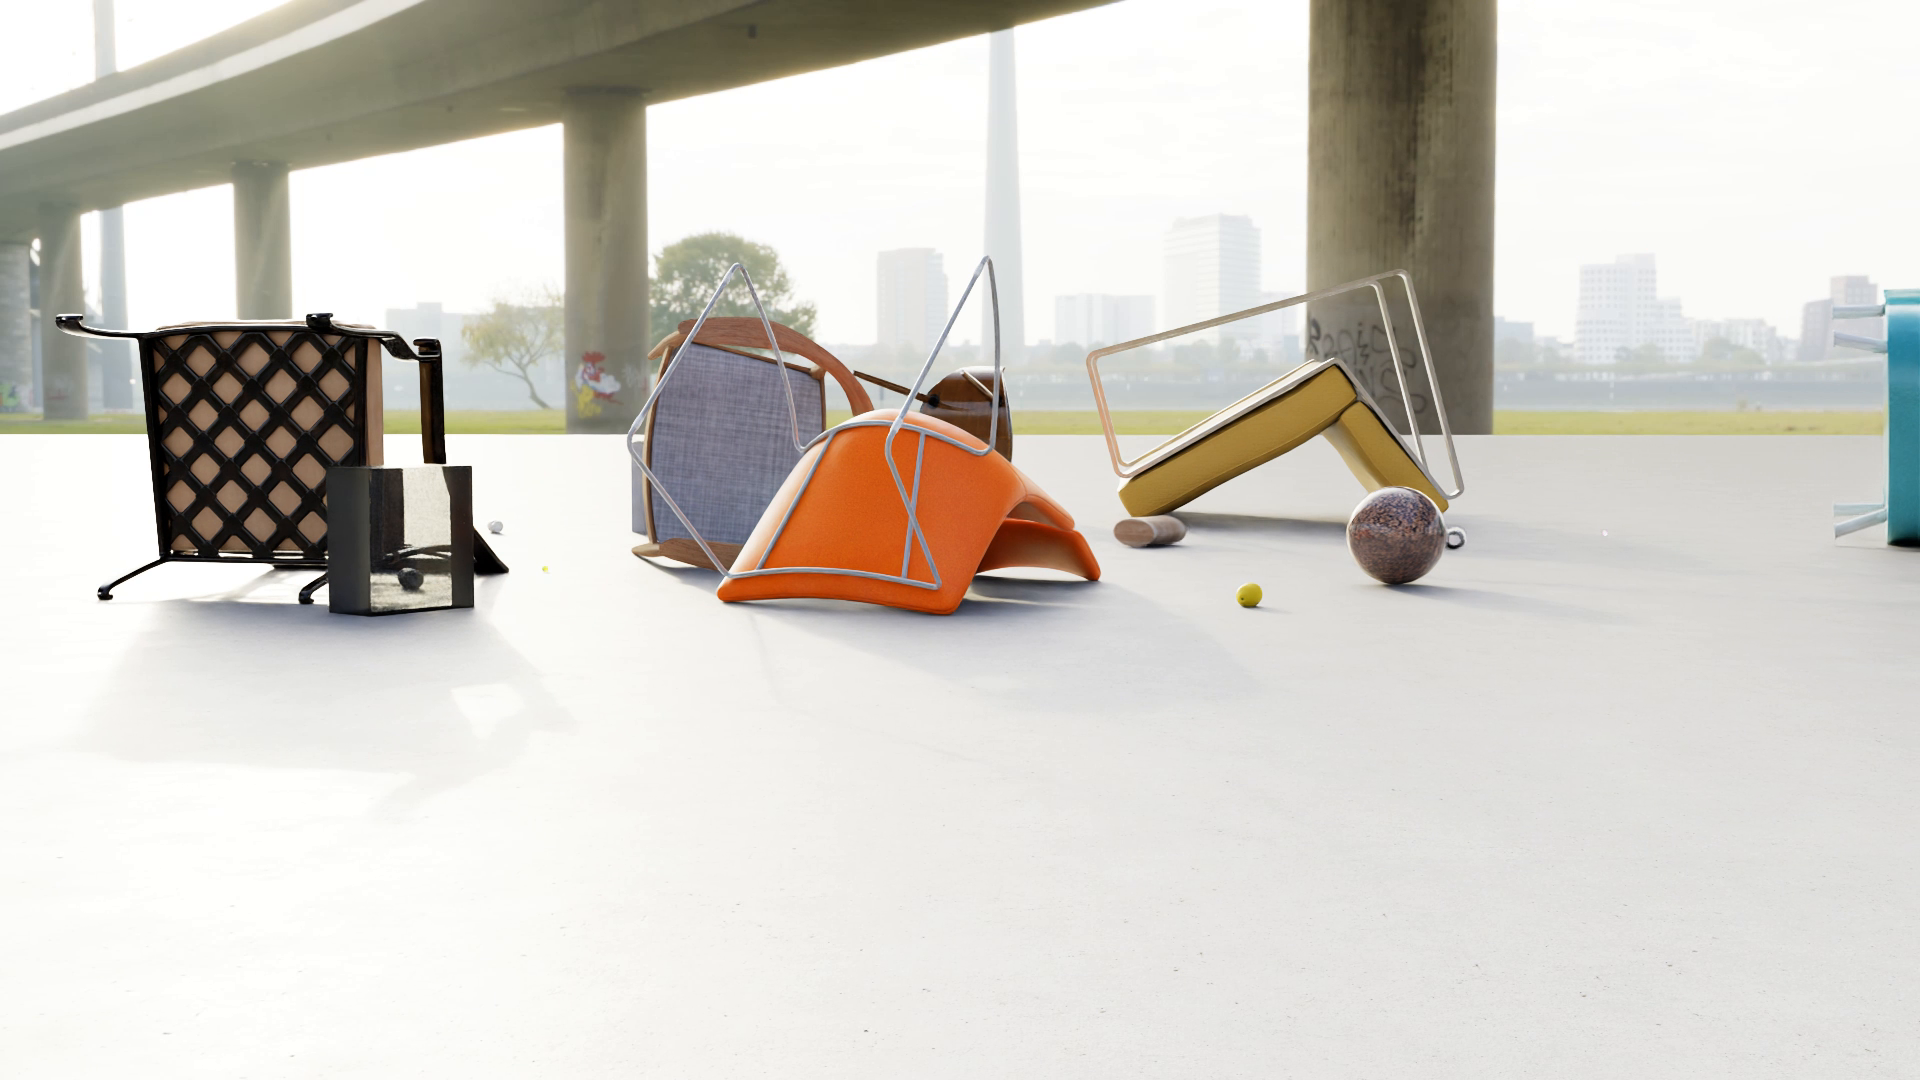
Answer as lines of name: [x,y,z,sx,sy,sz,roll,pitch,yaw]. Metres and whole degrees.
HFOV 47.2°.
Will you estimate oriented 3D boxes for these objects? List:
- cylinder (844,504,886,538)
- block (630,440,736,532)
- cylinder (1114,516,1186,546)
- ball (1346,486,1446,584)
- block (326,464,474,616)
cylinder: [-0.289,-0.059,6.642,0.102,0.099,0.137,-1,-18,-14]
block: [-0.883,-0.176,7.067,0.322,0.280,0.310,0,4,-5]
cylinder: [0.546,-0.025,6.315,0.142,0.081,0.163,5,6,40]
ball: [1.003,-0.011,5.054,0.227,0.227,0.227,0,4,0]
block: [-1.135,-0.004,4.467,0.138,0.292,0.256,3,5,38]
